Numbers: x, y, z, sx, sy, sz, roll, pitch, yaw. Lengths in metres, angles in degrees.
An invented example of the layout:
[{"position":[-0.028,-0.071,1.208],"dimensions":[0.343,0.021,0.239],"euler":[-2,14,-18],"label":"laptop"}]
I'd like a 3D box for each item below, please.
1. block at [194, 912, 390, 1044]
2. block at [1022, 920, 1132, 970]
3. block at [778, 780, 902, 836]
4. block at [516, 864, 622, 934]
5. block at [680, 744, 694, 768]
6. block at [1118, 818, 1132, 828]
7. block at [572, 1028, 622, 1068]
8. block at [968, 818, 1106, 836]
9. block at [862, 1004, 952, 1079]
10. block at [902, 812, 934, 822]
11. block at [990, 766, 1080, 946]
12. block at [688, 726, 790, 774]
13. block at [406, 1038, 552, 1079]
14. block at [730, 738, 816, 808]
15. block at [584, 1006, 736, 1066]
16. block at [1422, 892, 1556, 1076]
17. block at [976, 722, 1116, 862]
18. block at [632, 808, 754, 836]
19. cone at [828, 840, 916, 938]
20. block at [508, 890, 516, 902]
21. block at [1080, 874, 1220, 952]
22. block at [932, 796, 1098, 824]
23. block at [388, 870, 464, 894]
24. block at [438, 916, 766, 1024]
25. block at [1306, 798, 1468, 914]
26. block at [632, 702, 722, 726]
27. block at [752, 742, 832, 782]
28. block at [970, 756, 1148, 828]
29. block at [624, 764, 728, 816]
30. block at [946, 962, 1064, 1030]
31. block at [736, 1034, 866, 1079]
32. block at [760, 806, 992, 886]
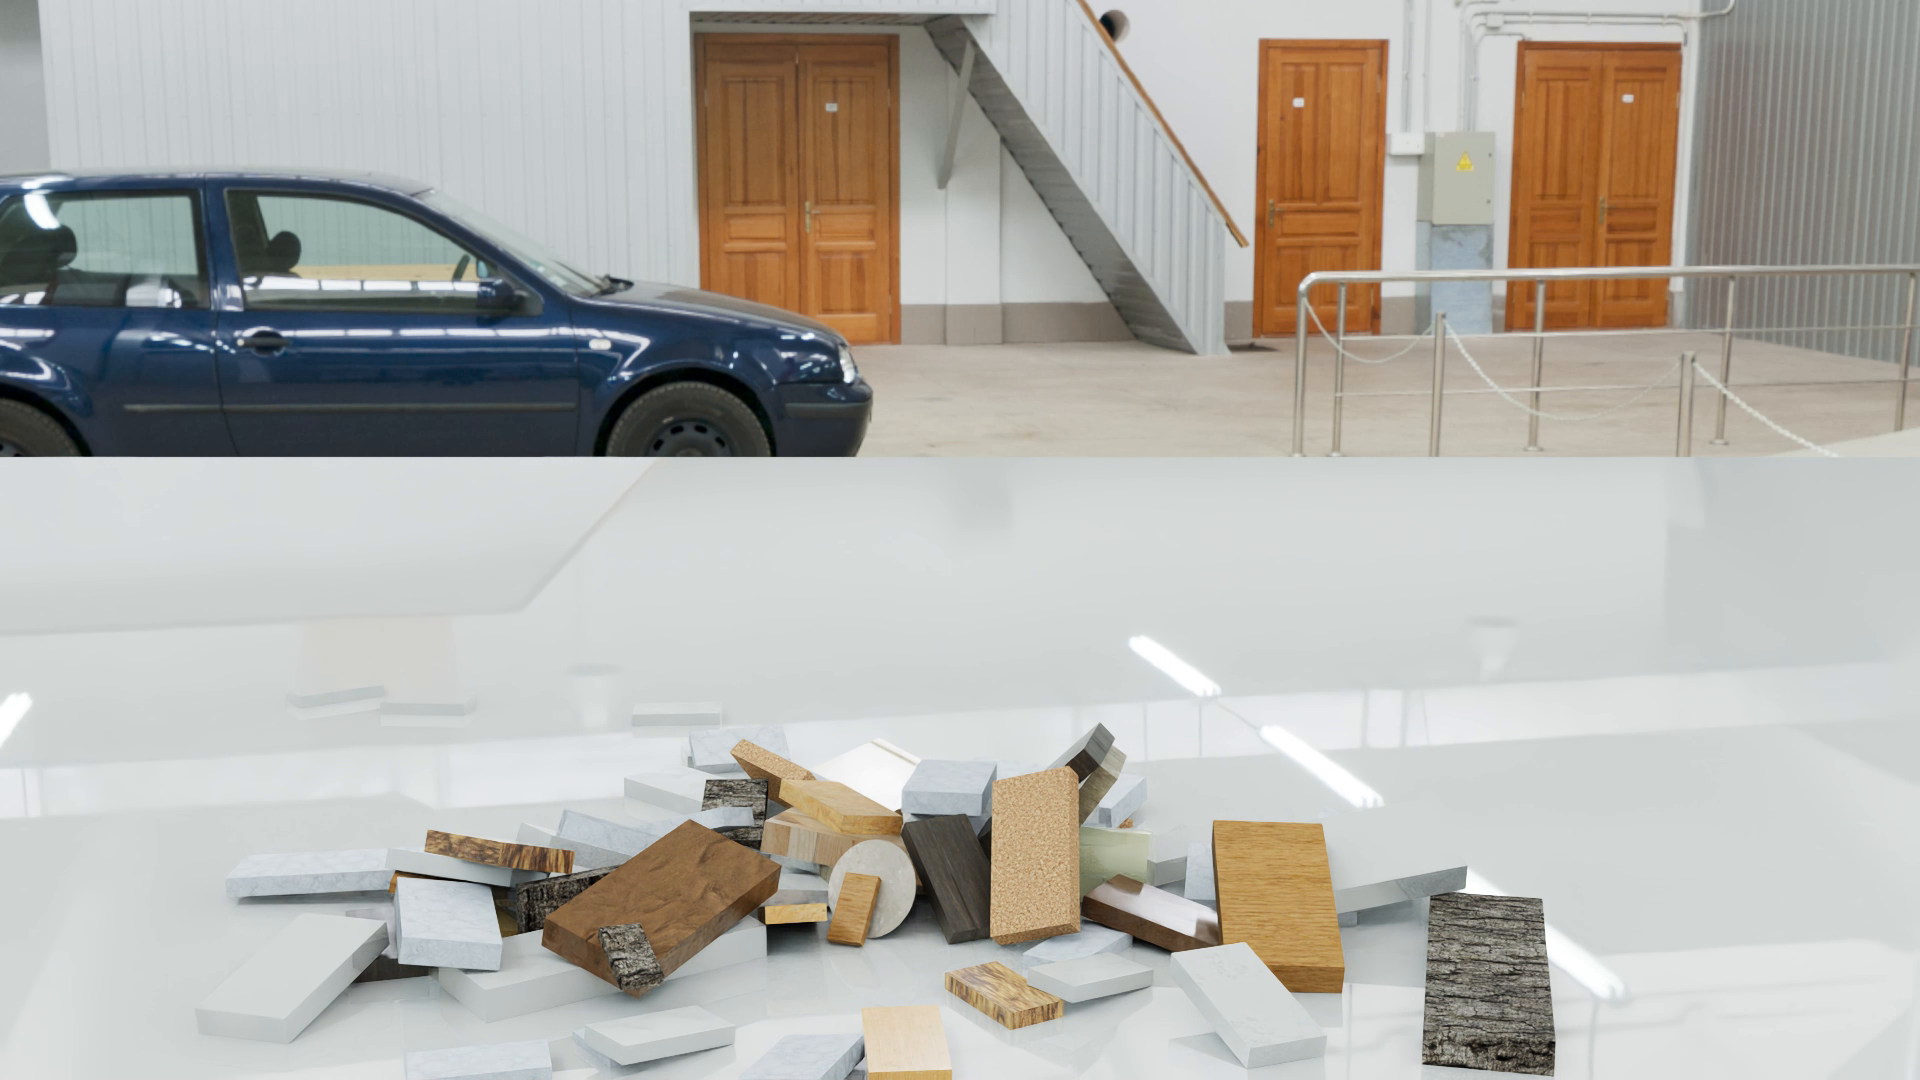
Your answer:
[{"position":[-0.968,0.634,3.205],"dimensions":[0.142,0.040,0.284],"euler":[3,19,15],"label":"block"},{"position":[0.182,0.630,3.383],"dimensions":[0.090,0.025,0.179],"euler":[7,13,33],"label":"block"},{"position":[-0.206,0.458,3.772],"dimensions":[0.114,0.032,0.239],"euler":[6,6,-31],"label":"block"},{"position":[-0.518,0.568,3.473],"dimensions":[0.370,0.113,0.032],"euler":[-7,11,-32],"label":"block"},{"position":[-0.464,0.431,4.452],"dimensions":[0.189,0.027,0.094],"euler":[-3,11,-15],"label":"block"},{"position":[0.273,0.514,4.045],"dimensions":[0.045,0.013,0.090],"euler":[-7,12,-32],"label":"block"},{"position":[-0.485,0.698,3.042],"dimensions":[0.057,0.016,0.113],"euler":[-8,13,-35],"label":"block"},{"position":[0.122,0.508,3.806],"dimensions":[0.244,0.034,0.120],"euler":[3,-13,-4],"label":"block"},{"position":[-0.075,0.696,3.013],"dimensions":[0.110,0.031,0.220],"euler":[-1,11,-5],"label":"block"},{"position":[-0.063,0.477,3.698],"dimensions":[0.069,0.020,0.139],"euler":[37,3,-5],"label":"block"},{"position":[0.119,0.497,3.467],"dimensions":[0.135,0.269,0.038],"euler":[-14,-36,22],"label":"block"},{"position":[-0.440,0.419,4.394],"dimensions":[0.189,0.027,0.094],"euler":[-3,41,-15],"label":"block"},{"position":[-0.645,0.710,2.952],"dimensions":[0.187,0.027,0.094],"euler":[-3,11,-14],"label":"block"},{"position":[-0.319,0.453,4.067],"dimensions":[0.036,0.129,0.257],"euler":[-45,30,-19],"label":"block"},{"position":[-0.413,0.682,3.033],"dimensions":[0.187,0.027,0.094],"euler":[0,8,-44],"label":"block"},{"position":[0.778,0.643,3.249],"dimensions":[0.175,0.049,0.575],"euler":[2,11,13],"label":"block"},{"position":[0.136,0.418,3.631],"dimensions":[0.269,0.038,0.135],"euler":[-43,0,20],"label":"block"},{"position":[-0.484,0.500,3.801],"dimensions":[0.228,0.032,0.114],"euler":[-14,-12,19],"label":"block"},{"position":[-0.107,0.576,3.554],"dimensions":[0.157,0.157,0.157],"euler":[6,-15,28],"label":"cone"},{"position":[-0.666,0.570,3.551],"dimensions":[0.113,0.016,0.057],"euler":[2,11,11],"label":"block"},{"position":[0.324,0.595,3.444],"dimensions":[0.240,0.034,0.120],"euler":[17,17,28],"label":"block"},{"position":[0.083,0.469,3.882],"dimensions":[0.322,0.046,0.161],"euler":[2,-3,4],"label":"block"},{"position":[-0.839,0.551,3.488],"dimensions":[0.123,0.017,0.062],"euler":[11,7,-8],"label":"block"},{"position":[-0.537,0.627,3.329],"dimensions":[0.458,0.051,0.179],"euler":[-7,13,-34],"label":"block"},{"position":[0.619,0.521,3.552],"dimensions":[0.349,0.049,0.175],"euler":[-9,32,-8],"label":"block"},{"position":[-0.610,0.376,4.750],"dimensions":[0.186,0.026,0.093],"euler":[-1,11,-4],"label":"block"},{"position":[-0.287,0.461,4.119],"dimensions":[0.026,0.093,0.368],"euler":[-46,30,-18],"label":"block"},{"position":[0.153,0.472,4.106],"dimensions":[0.356,0.046,0.161],"euler":[4,17,28],"label":"block"},{"position":[-0.505,0.479,4.166],"dimensions":[0.257,0.036,0.129],"euler":[10,14,42],"label":"block"},{"position":[0.063,0.663,3.207],"dimensions":[0.090,0.025,0.179],"euler":[-6,12,-31],"label":"block"},{"position":[-0.207,0.696,2.902],"dimensions":[0.110,0.031,0.220],"euler":[-3,1,12],"label":"block"},{"position":[-0.134,0.518,3.695],"dimensions":[0.358,0.051,0.179],"euler":[10,5,14],"label":"block"}]
